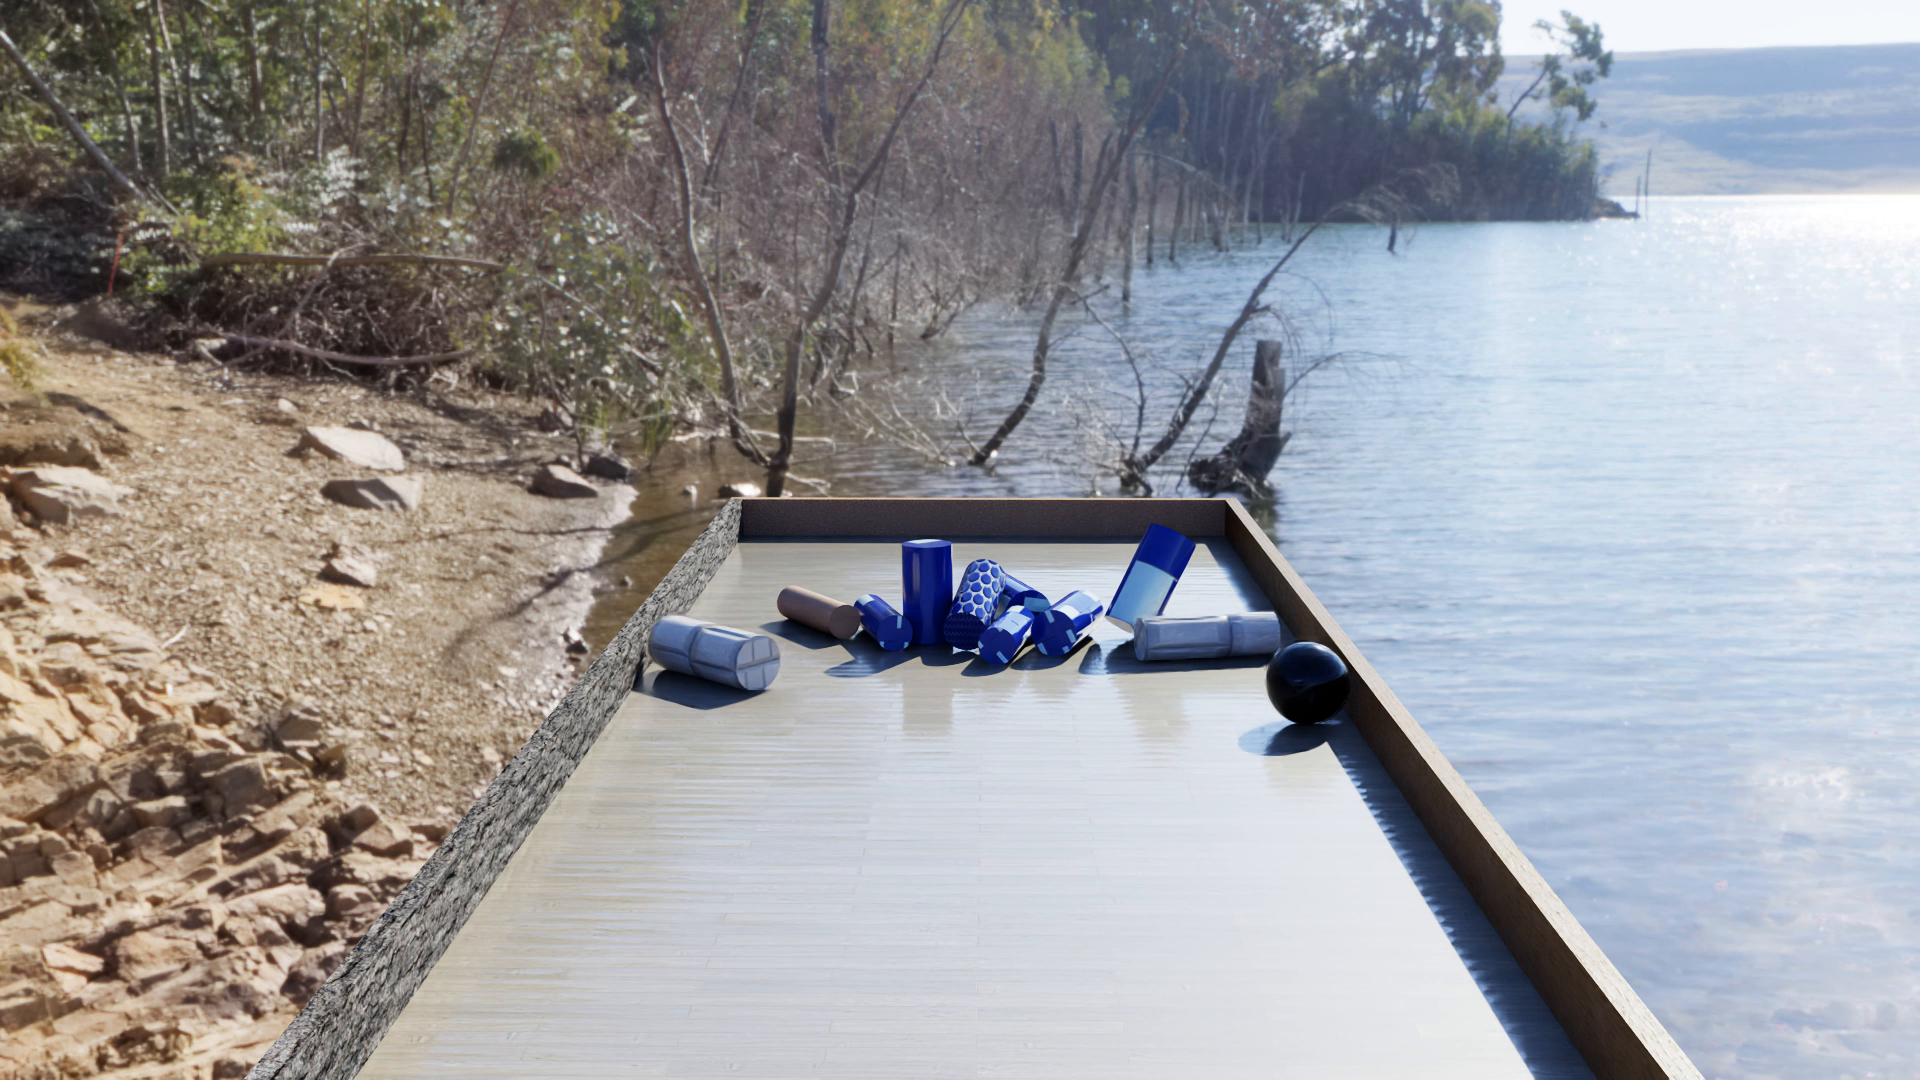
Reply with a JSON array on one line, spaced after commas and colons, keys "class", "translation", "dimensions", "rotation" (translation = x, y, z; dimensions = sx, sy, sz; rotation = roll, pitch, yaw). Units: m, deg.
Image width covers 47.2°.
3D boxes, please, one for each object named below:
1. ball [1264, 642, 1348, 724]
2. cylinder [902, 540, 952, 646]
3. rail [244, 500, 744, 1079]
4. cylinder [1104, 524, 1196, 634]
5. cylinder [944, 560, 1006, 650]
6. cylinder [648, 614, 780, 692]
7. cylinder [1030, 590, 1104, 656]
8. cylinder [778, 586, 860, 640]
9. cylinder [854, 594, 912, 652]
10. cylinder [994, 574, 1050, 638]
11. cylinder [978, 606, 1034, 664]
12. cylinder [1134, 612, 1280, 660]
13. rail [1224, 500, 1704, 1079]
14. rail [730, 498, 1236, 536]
[{"class": "ball", "translation": [0.928, 0.383, 5.890], "dimensions": [0.221, 0.221, 0.221], "rotation": [0, 9, 0]}, {"class": "cylinder", "translation": [-0.102, 0.166, 6.957], "dimensions": [0.160, 0.313, 0.160], "rotation": [-1, 9, 0]}, {"class": "rail", "translation": [-1.004, 0.839, 3.234], "dimensions": [0.050, 0.150, 12.000], "rotation": [0, 9, 1]}, {"class": "cylinder", "translation": [0.605, 0.132, 6.997], "dimensions": [0.166, 0.332, 0.166], "rotation": [26, -9, 5]}, {"class": "cylinder", "translation": [0.049, 0.202, 6.953], "dimensions": [0.138, 0.138, 0.340], "rotation": [2, 29, 12]}, {"class": "cylinder", "translation": [-0.722, 0.327, 6.430], "dimensions": [0.162, 0.162, 0.425], "rotation": [-8, 12, -43]}, {"class": "cylinder", "translation": [0.340, 0.259, 6.914], "dimensions": [0.145, 0.145, 0.354], "rotation": [3, 9, 17]}, {"class": "cylinder", "translation": [-0.464, 0.234, 7.179], "dimensions": [0.111, 0.111, 0.395], "rotation": [-5, 10, -29]}, {"class": "cylinder", "translation": [-0.249, 0.261, 6.993], "dimensions": [0.115, 0.115, 0.370], "rotation": [-2, 9, -14]}, {"class": "cylinder", "translation": [0.172, 0.209, 7.190], "dimensions": [0.156, 0.156, 0.356], "rotation": [-3, 9, -15]}, {"class": "cylinder", "translation": [0.148, 0.292, 6.799], "dimensions": [0.116, 0.116, 0.360], "rotation": [2, 9, 11]}, {"class": "cylinder", "translation": [0.756, 0.294, 6.735], "dimensions": [0.428, 0.132, 0.132], "rotation": [-2, 9, -13]}, {"class": "rail", "translation": [1.046, 0.843, 3.208], "dimensions": [0.050, 0.150, 12.000], "rotation": [0, 9, 1]}, {"class": "rail", "translation": [0.099, -0.098, 9.147], "dimensions": [2.100, 0.150, 0.050], "rotation": [0, 9, 1]}]
